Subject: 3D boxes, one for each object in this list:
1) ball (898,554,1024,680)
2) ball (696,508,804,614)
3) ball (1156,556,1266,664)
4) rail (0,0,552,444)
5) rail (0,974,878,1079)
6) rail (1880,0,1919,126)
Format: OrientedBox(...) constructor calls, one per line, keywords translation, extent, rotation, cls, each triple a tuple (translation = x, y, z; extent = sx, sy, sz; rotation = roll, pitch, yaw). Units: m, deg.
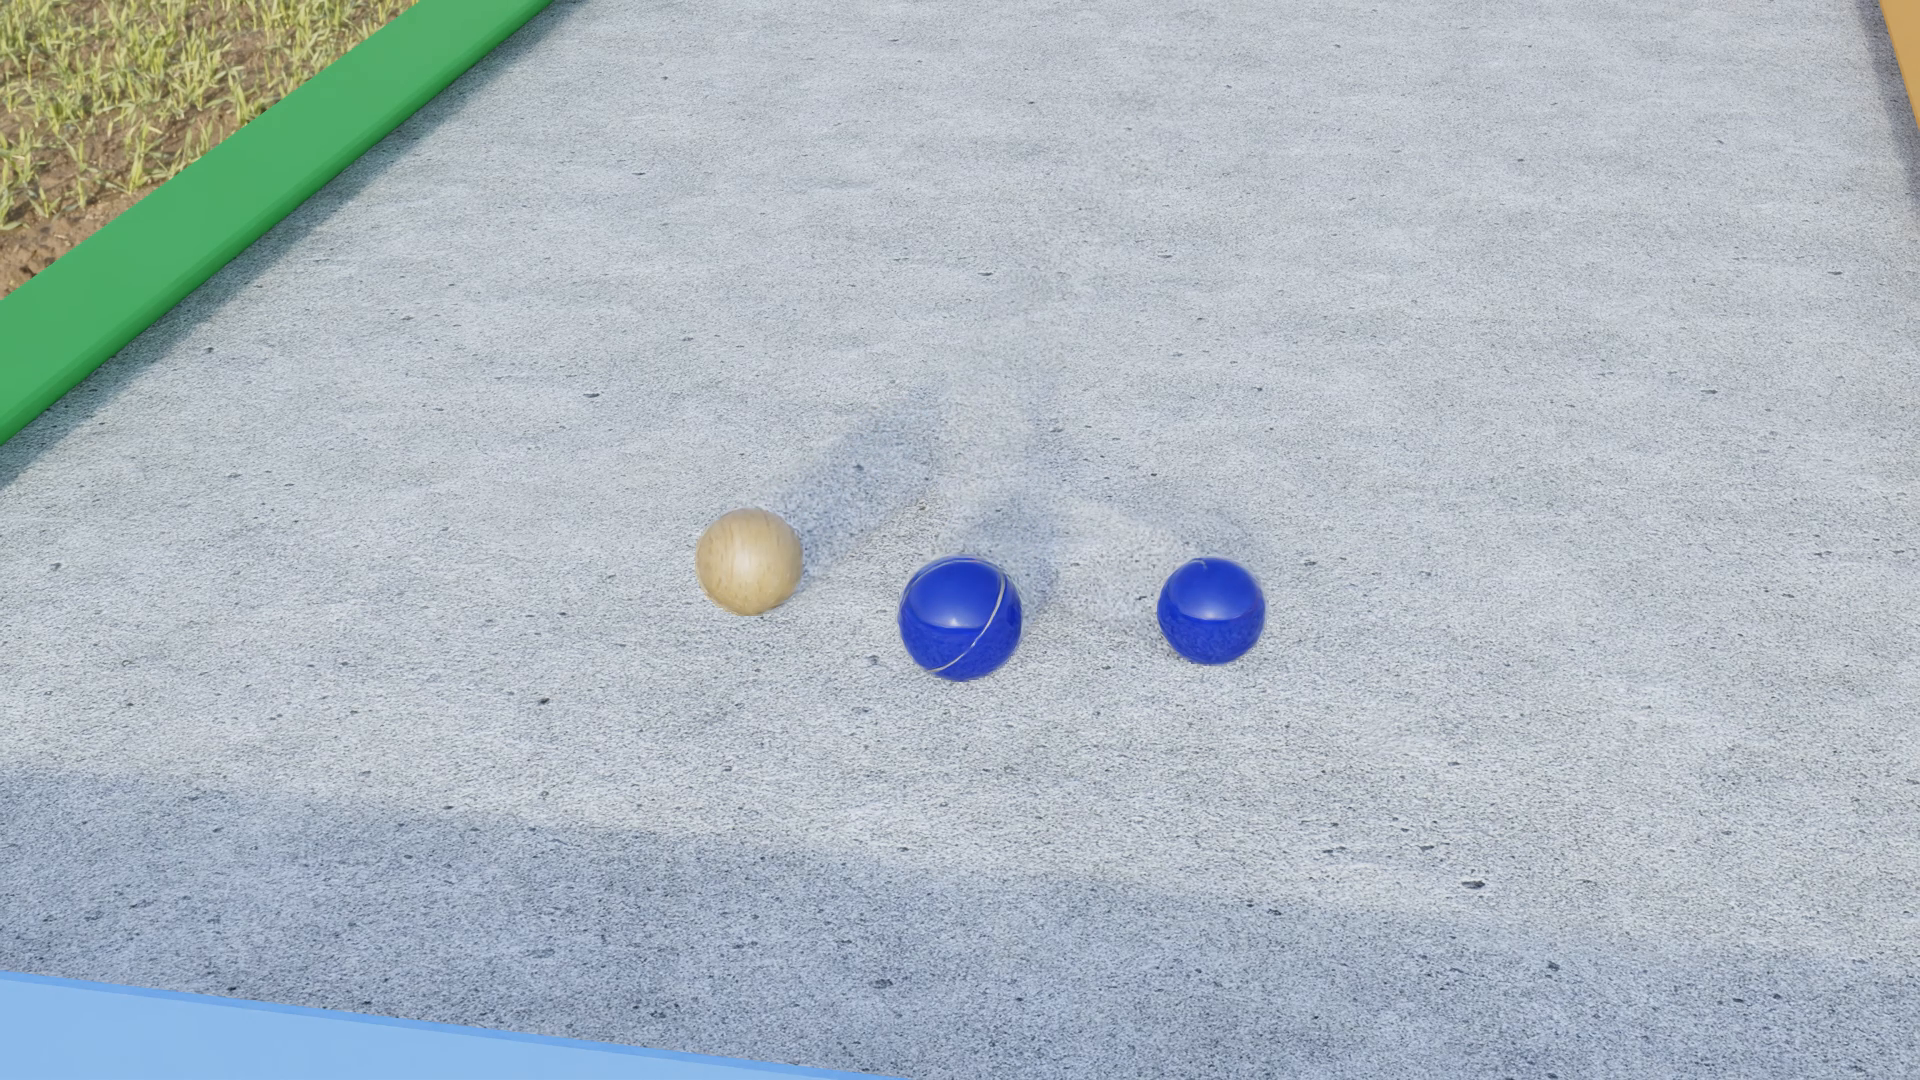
OrientedBox(translation=(0.000, 0.047, 1.792), extent=(0.077, 0.077, 0.077), rotation=(0, 25, 0), cls="ball")
OrientedBox(translation=(-0.133, 0.013, 1.873), extent=(0.068, 0.068, 0.068), rotation=(0, 25, 0), cls="ball")
OrientedBox(translation=(0.155, 0.043, 1.811), extent=(0.068, 0.068, 0.068), rotation=(0, 25, 0), cls="ball")
OrientedBox(translation=(-0.559, -0.353, 2.609), extent=(0.045, 0.100, 2.680), rotation=(5, 26, 10), cls="rail")
OrientedBox(translation=(-0.127, 0.258, 1.317), extent=(1.456, 0.100, 0.045), rotation=(5, 26, 10), cls="rail")
OrientedBox(translation=(0.822, -0.235, 2.358), extent=(0.045, 0.100, 2.680), rotation=(5, 26, 10), cls="rail")
